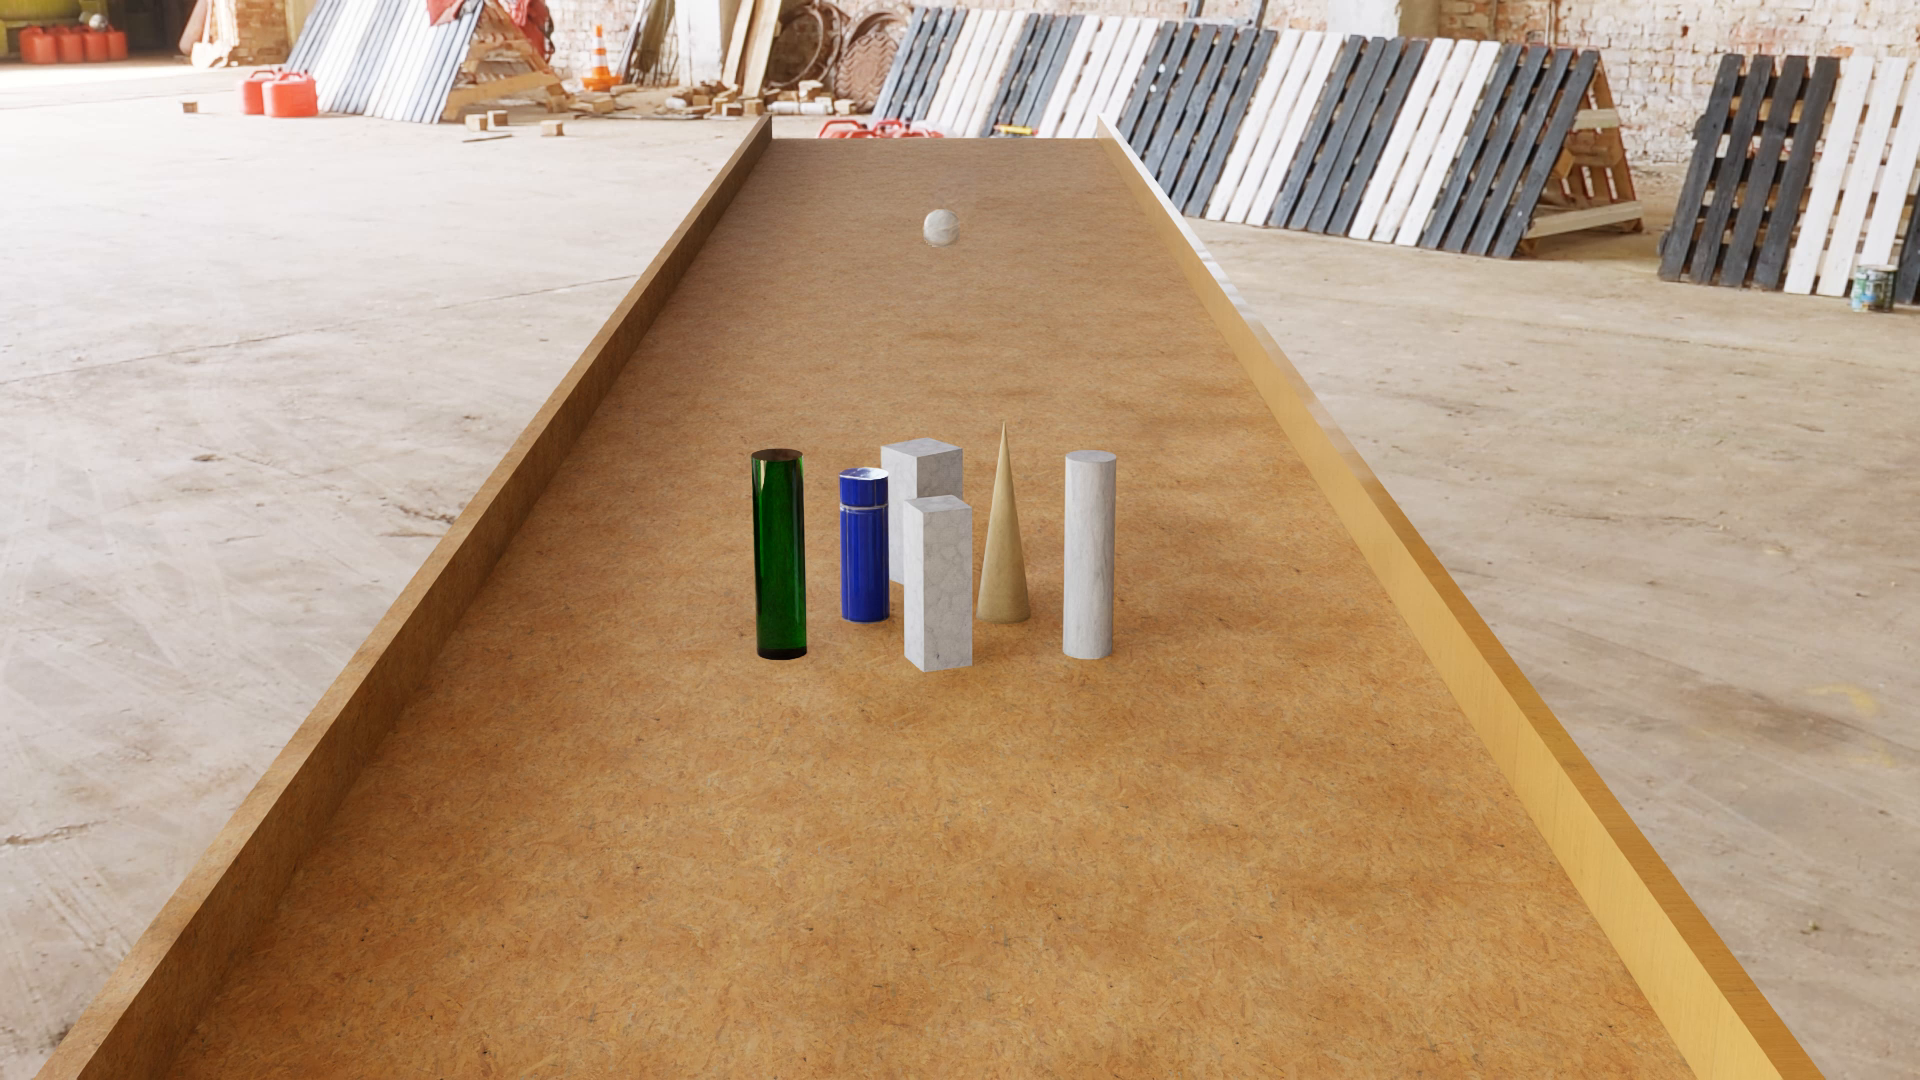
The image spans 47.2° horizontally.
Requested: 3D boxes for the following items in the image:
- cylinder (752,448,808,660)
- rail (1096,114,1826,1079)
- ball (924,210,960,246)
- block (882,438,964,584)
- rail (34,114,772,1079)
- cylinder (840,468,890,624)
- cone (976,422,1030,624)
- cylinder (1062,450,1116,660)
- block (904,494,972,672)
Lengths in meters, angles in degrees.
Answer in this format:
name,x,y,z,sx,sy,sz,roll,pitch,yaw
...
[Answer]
name,x,y,z,sx,sy,sz,roll,pitch,yaw
cylinder,-0.361,0.029,4.405,0.103,0.412,0.103,0,17,0
rail,0.932,-0.844,7.801,0.050,0.150,12.000,0,17,-1
ball,-0.077,-1.341,9.452,0.162,0.162,0.162,0,17,0
block,-0.084,-0.060,4.897,0.129,0.303,0.129,-13,21,-37
rail,-1.118,-0.838,7.780,0.050,0.150,12.000,0,17,-1
cylinder,-0.201,0.012,4.638,0.103,0.313,0.103,0,17,0
cone,0.092,-0.047,4.625,0.118,0.433,0.118,0,17,0
cylinder,0.259,0.030,4.411,0.101,0.408,0.101,0,17,0
block,-0.044,0.086,4.365,0.104,0.327,0.104,-7,18,-22
